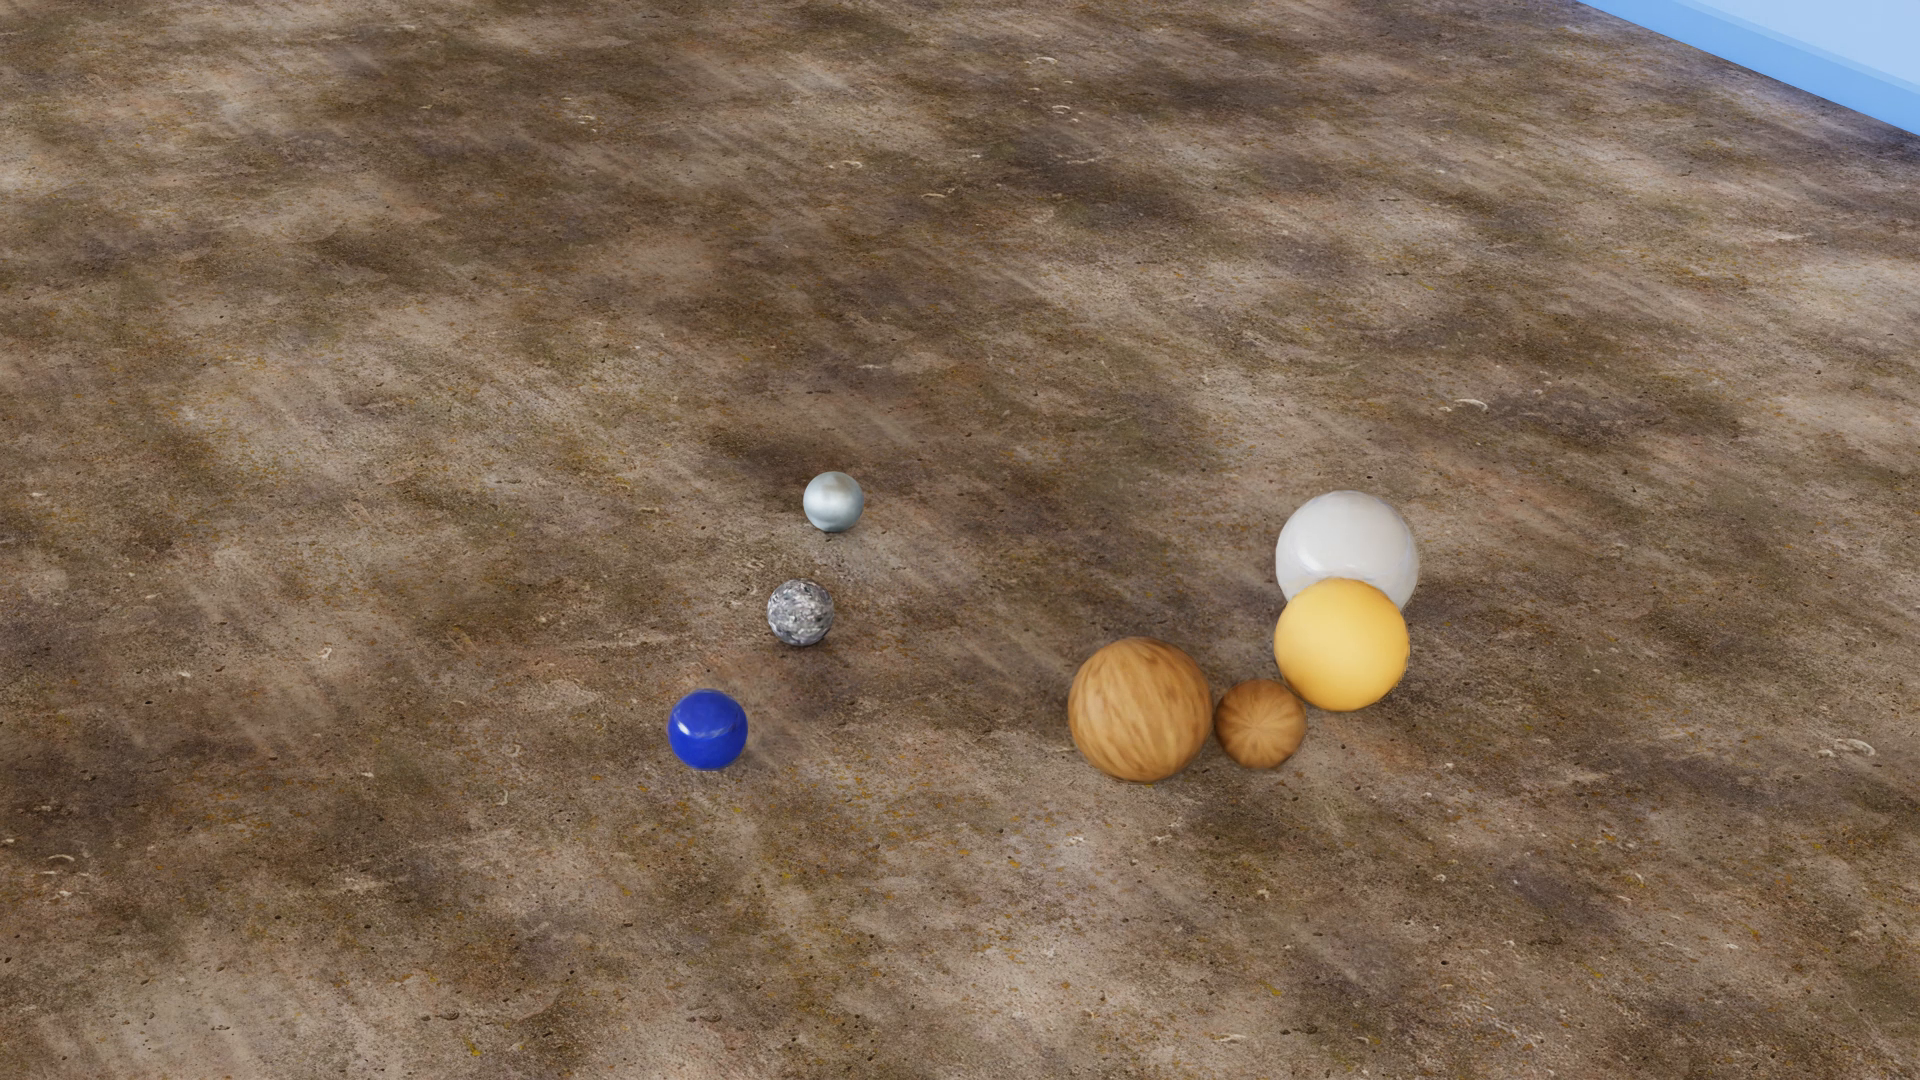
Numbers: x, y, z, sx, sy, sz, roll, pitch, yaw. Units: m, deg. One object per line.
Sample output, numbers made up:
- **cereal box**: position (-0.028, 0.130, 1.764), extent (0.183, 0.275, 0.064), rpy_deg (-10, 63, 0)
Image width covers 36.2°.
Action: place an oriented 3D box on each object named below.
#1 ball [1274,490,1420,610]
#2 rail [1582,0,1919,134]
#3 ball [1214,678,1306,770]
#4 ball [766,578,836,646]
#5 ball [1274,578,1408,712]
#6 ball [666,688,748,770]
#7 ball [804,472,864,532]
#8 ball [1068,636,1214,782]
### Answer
- **ball**: position (0.243, 0.013, 1.846), extent (0.090, 0.090, 0.090), rpy_deg (0, 28, 0)
- **rail**: position (0.443, -0.730, 3.212), extent (0.045, 0.117, 4.233), rpy_deg (-16, 32, -27)
- **ball**: position (0.174, 0.107, 1.710), extent (0.053, 0.053, 0.053), rpy_deg (0, 28, 0)
- **ball**: position (-0.099, 0.045, 1.837), extent (0.043, 0.043, 0.043), rpy_deg (0, 28, 0)
- **ball**: position (0.228, 0.063, 1.765), extent (0.080, 0.080, 0.080), rpy_deg (0, 28, 0)
- **ball**: position (-0.147, 0.110, 1.711), extent (0.047, 0.047, 0.047), rpy_deg (0, 28, 0)
- **ball**: position (-0.085, -0.026, 1.972), extent (0.041, 0.041, 0.041), rpy_deg (0, 28, 0)
- **ball**: position (0.104, 0.098, 1.694), extent (0.084, 0.084, 0.084), rpy_deg (0, 28, 0)
